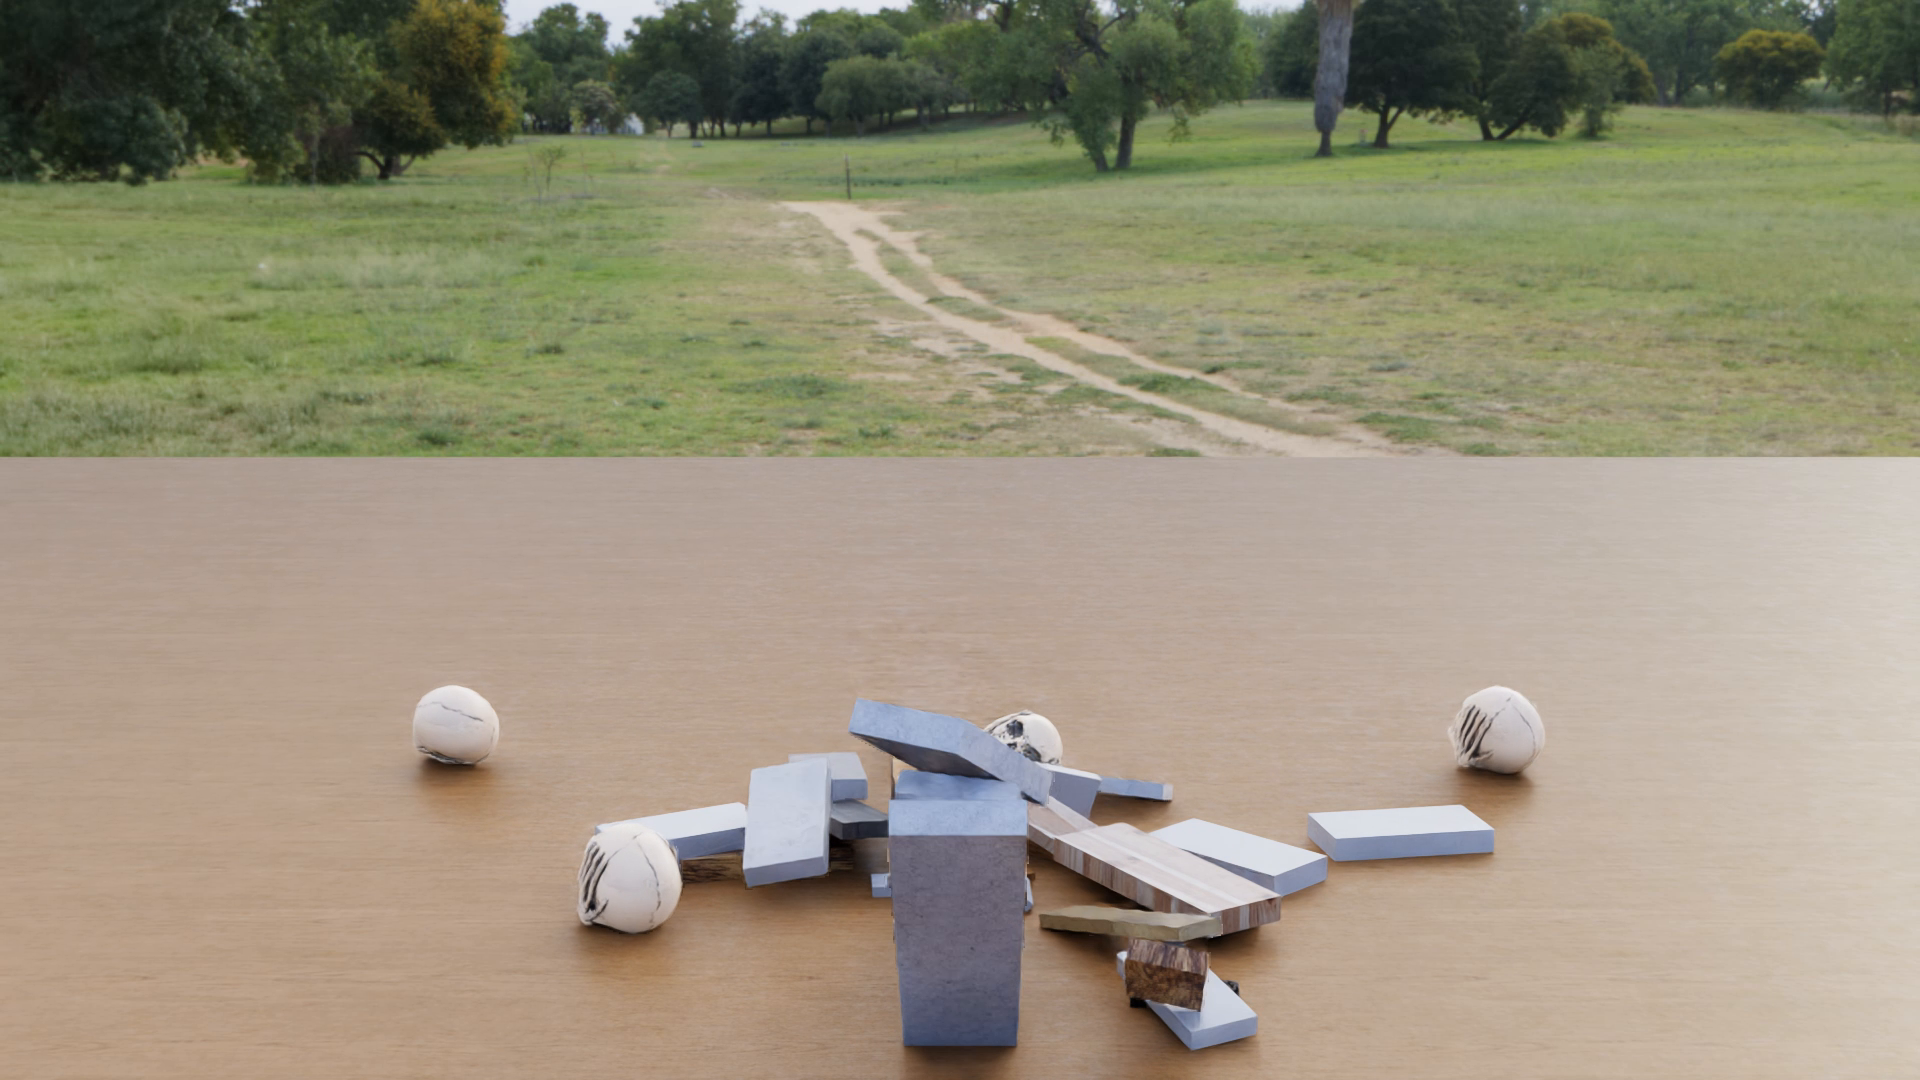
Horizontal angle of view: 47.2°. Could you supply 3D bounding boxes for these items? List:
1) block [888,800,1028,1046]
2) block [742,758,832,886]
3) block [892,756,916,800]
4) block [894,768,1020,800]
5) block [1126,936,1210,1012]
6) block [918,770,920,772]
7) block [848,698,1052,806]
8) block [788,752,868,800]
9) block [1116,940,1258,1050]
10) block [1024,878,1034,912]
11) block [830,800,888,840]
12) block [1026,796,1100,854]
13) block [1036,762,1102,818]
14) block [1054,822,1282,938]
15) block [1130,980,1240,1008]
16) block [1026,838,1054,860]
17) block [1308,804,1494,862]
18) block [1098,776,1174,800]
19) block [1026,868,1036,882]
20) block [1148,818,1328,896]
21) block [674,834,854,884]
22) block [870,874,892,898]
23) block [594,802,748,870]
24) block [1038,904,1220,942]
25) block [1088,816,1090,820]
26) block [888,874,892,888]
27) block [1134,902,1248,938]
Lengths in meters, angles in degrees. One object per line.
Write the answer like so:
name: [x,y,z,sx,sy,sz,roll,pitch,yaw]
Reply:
block: [-0.001,0.501,2.791,0.158,0.045,0.670,0,-33,0]
block: [-0.292,0.476,3.734,0.135,0.038,0.270,-10,31,4]
block: [-0.097,0.476,3.881,0.042,0.147,0.293,0,11,-3]
block: [-0.002,0.447,2.942,0.158,0.316,0.045,6,38,9]
block: [0.282,0.593,2.999,0.107,0.030,0.213,11,-23,9]
block: [-0.040,0.428,4.429,0.147,0.042,0.293,-2,11,-9]
block: [-0.008,0.283,2.920,0.158,0.045,0.316,9,-14,26]
block: [-0.253,0.447,4.173,0.135,0.038,0.387,-1,2,-6]
block: [0.323,0.650,3.158,0.103,0.029,0.237,-9,21,-20]
block: [0.088,0.569,3.635,0.062,0.018,0.124,38,7,-8]
block: [-0.212,0.486,3.889,0.100,0.028,0.424,-1,0,-17]
block: [0.171,0.503,3.828,0.195,0.028,0.098,30,33,24]
block: [0.145,0.455,3.971,0.201,0.100,0.028,13,14,-20]
block: [0.332,0.551,3.594,0.147,0.042,0.412,-7,14,-32]
block: [0.329,0.664,3.213,0.152,0.022,0.076,2,11,11]
block: [0.139,0.532,3.907,0.195,0.028,0.098,7,13,34]
block: [0.784,0.522,3.923,0.293,0.042,0.147,-2,11,-10]
block: [0.292,0.465,4.165,0.207,0.029,0.104,5,-6,16]
block: [0.086,0.566,3.762,0.046,0.013,0.092,-6,12,-29]
block: [0.469,0.547,3.788,0.147,0.042,0.293,-10,15,-43]
block: [-0.345,0.541,3.819,0.293,0.042,0.147,-3,11,-15]
block: [-0.083,0.578,3.686,0.130,0.018,0.065,-1,11,-5]
block: [-0.476,0.507,3.784,0.270,0.038,0.135,-6,12,-29]
block: [0.255,0.588,3.380,0.076,0.022,0.365,-7,-2,-32]
block: [0.124,0.499,4.080,0.207,0.029,0.103,-3,11,-17]
block: [-0.047,0.553,3.715,0.065,0.018,0.199,4,10,26]
block: [0.384,0.594,3.569,0.098,0.028,0.195,-8,13,-35]
